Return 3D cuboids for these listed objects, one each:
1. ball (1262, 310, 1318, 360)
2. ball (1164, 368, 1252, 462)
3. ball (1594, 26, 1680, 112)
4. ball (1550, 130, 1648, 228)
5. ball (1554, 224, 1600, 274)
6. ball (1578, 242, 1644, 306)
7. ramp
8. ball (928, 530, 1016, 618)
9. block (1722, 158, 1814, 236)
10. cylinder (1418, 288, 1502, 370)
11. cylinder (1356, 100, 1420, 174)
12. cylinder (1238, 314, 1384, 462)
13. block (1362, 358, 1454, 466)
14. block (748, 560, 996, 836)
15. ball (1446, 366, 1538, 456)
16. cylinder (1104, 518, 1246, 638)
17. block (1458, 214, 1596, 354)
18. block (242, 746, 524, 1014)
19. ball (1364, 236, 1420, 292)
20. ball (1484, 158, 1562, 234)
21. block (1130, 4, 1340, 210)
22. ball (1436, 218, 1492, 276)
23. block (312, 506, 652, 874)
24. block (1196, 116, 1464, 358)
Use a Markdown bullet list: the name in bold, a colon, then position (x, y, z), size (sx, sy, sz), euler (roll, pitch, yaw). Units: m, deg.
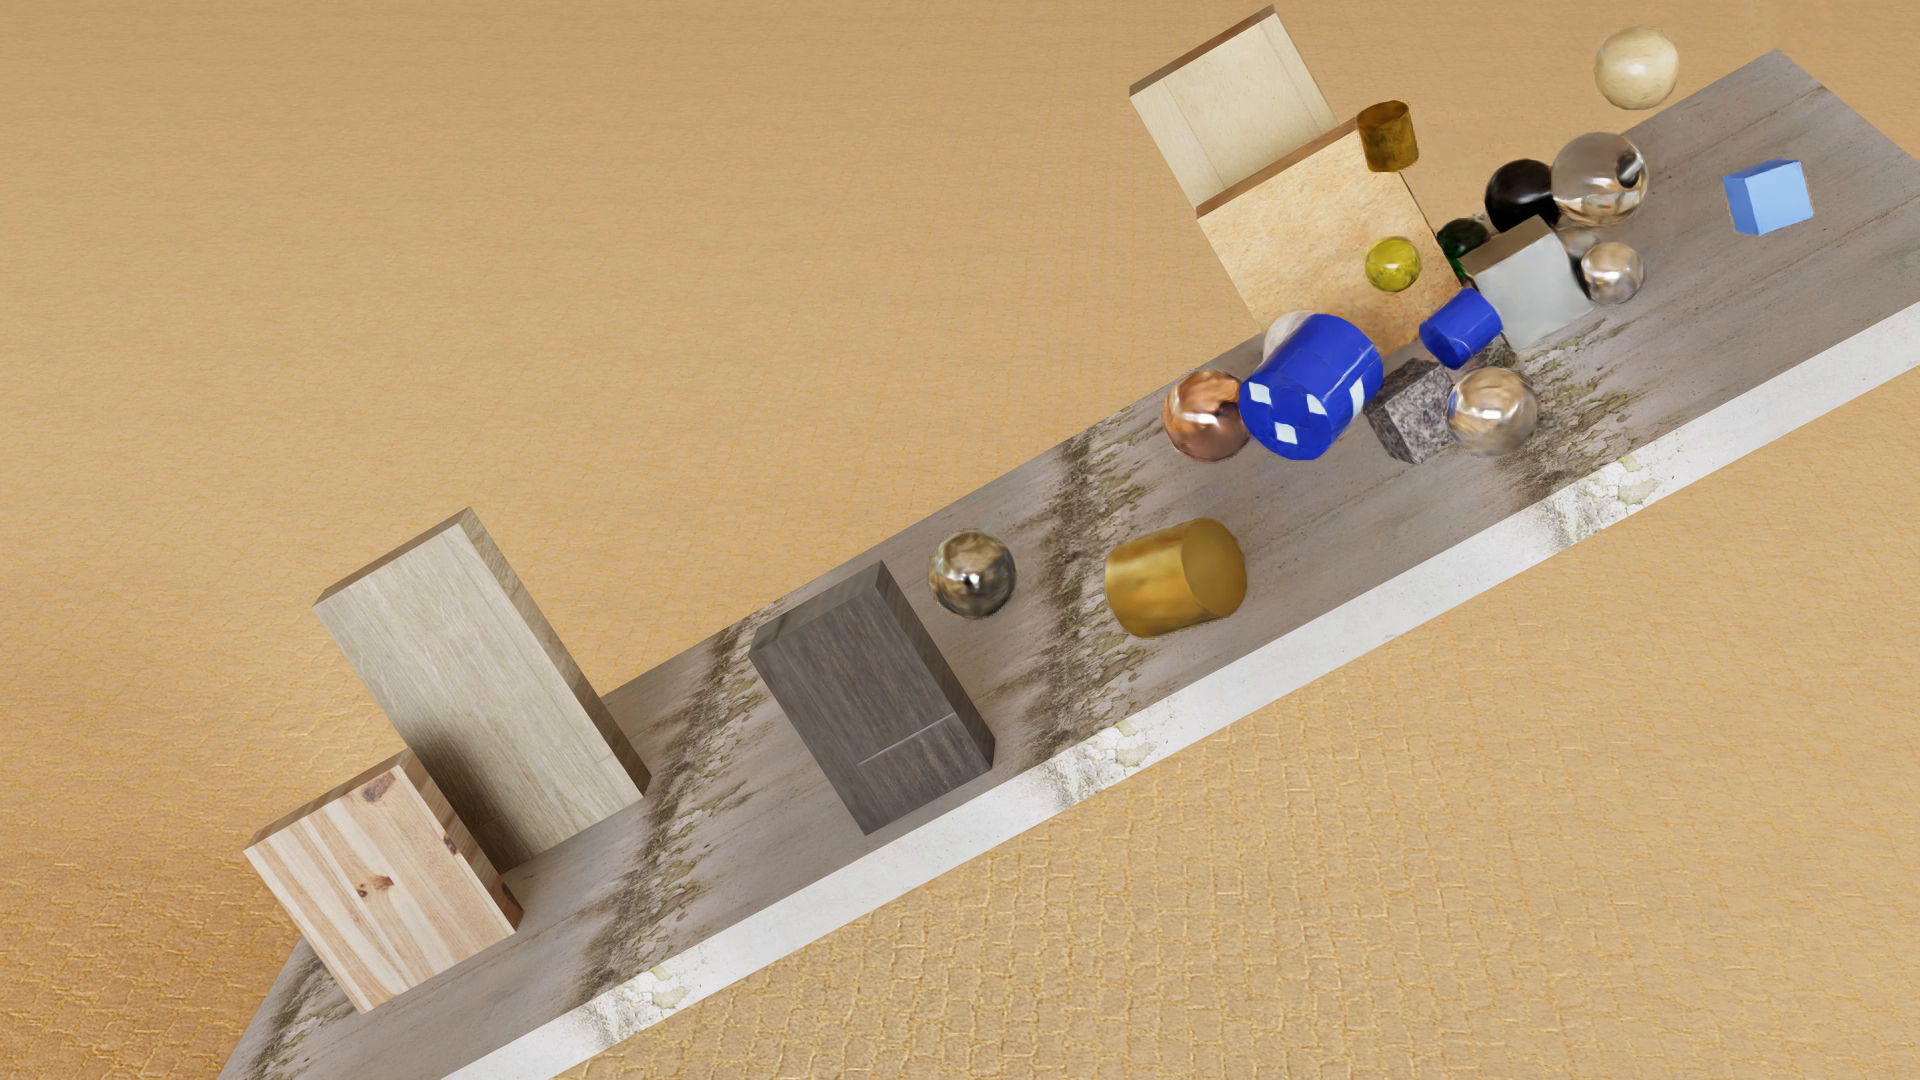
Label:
- **ball**: position (0.702, -0.389, 6.023), size (0.164, 0.164, 0.164), euler (0, 19, 0)
- **ball**: position (0.535, -0.267, 6.310), size (0.199, 0.199, 0.199), euler (0, 19, 0)
- **ball**: position (1.265, -0.881, 5.499), size (0.157, 0.157, 0.157), euler (0, 19, 0)
- **ball**: position (1.309, -0.737, 6.023), size (0.198, 0.198, 0.198), euler (0, 19, 0)
- **ball**: position (1.263, -0.591, 6.053), size (0.114, 0.114, 0.114), euler (0, 19, 0)
- **ball**: position (1.277, -0.523, 5.775), size (0.126, 0.126, 0.126), euler (0, 19, 0)
- **ramp**: position (0.142, 0.168, 6.286), size (4.000, 0.100, 2.000), euler (-29, 15, 12)
- **ball**: position (0.027, 0.073, 6.259), size (0.187, 0.187, 0.187), euler (0, 19, 0)
- **block**: position (1.552, -0.660, 5.651), size (0.112, 0.112, 0.112), euler (-19, 11, -4)
- **cylinder**: position (0.961, -0.406, 5.649), size (0.113, 0.113, 0.113), euler (-40, 31, -12)
- **cylinder**: position (0.884, -0.833, 6.077), size (0.109, 0.109, 0.109), euler (-14, 30, 9)
- **cylinder**: position (0.665, -0.289, 5.571), size (0.201, 0.201, 0.201), euler (14, 45, 35)
- **block**: position (0.877, -0.248, 5.663), size (0.141, 0.141, 0.141), euler (-34, 15, -8)
- **block**: position (-0.161, 0.294, 5.467), size (0.274, 0.415, 0.143), euler (-29, 15, 12)
- **ball**: position (0.972, -0.235, 5.379), size (0.165, 0.165, 0.165), euler (0, 19, 0)
- **cylinder**: position (0.402, 0.072, 5.493), size (0.189, 0.189, 0.189), euler (-19, 3, 41)
- **block**: position (1.140, -0.516, 5.923), size (0.182, 0.182, 0.182), euler (-30, 15, 9)
- **block**: position (-1.207, 0.718, 6.175), size (0.397, 0.437, 0.096), euler (-29, 15, 12)
- **ball**: position (0.889, -0.566, 6.042), size (0.115, 0.115, 0.115), euler (0, 19, 0)
- **ball**: position (1.246, -0.752, 6.488), size (0.178, 0.178, 0.178), euler (0, 19, 0)
- **block**: position (0.727, -0.832, 6.784), size (0.377, 0.691, 0.144), euler (-29, 15, 12)
- **ball**: position (1.114, -0.648, 6.511), size (0.130, 0.130, 0.130), euler (0, 19, 0)
- **block**: position (-1.051, 0.338, 6.500), size (0.390, 0.737, 0.120), euler (-29, 15, 12)
- **block**: position (0.807, -0.611, 6.350), size (0.418, 0.465, 0.129), euler (-29, 15, 12)
